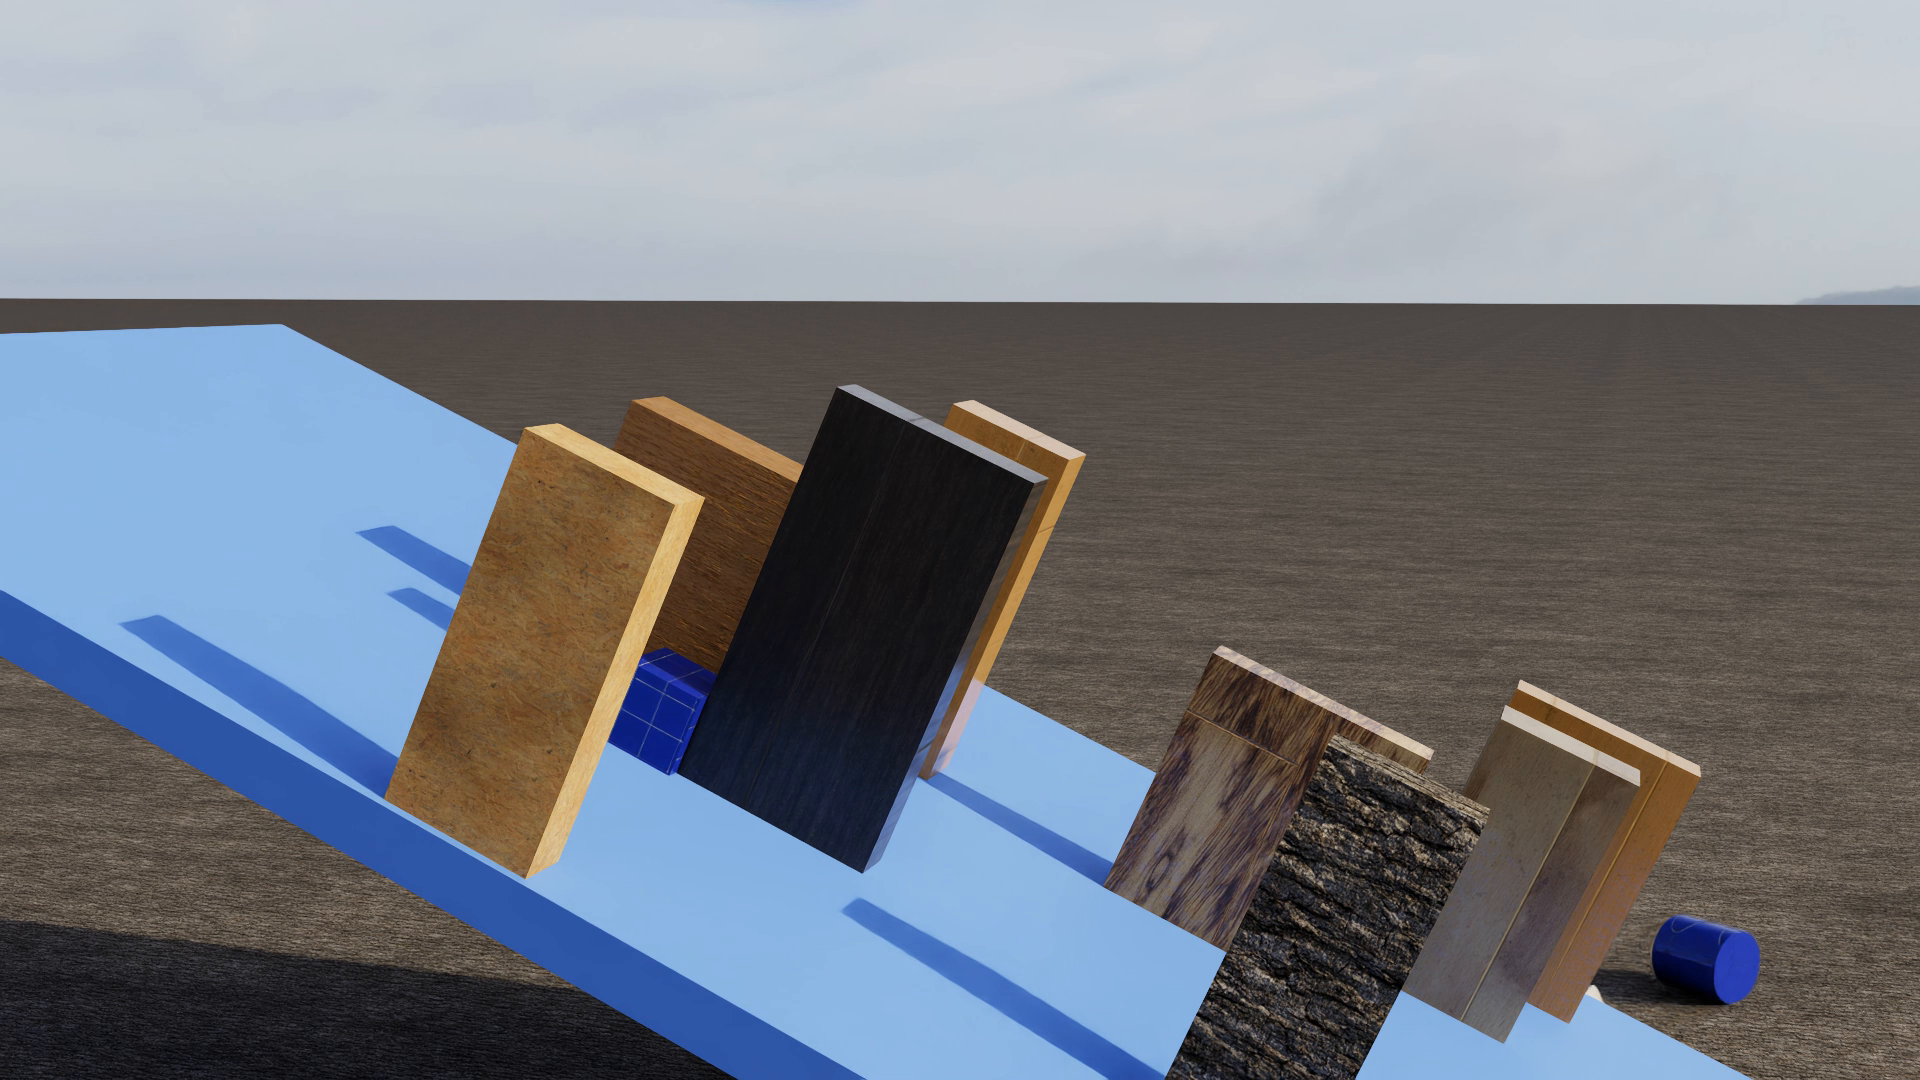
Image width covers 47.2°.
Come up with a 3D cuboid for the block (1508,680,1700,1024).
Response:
[{"bbox_3d":[1.217,0.647,4.581,0.397,0.588,0.107,26,13,13],"label":"block"}]

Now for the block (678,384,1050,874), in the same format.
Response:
[{"bbox_3d":[-0.174,0.153,3.791,0.378,0.749,0.095,26,13,13],"label":"block"}]

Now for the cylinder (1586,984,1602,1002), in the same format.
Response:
[{"bbox_3d":[1.434,1.141,5.238,0.158,0.158,0.158,0,7,-3],"label":"cylinder"}]

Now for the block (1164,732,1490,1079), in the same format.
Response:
[{"bbox_3d":[0.545,0.639,3.347,0.253,0.641,0.094,26,13,13],"label":"block"}]

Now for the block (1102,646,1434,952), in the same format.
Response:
[{"bbox_3d":[0.576,0.526,4.137,0.438,0.508,0.088,26,13,13],"label":"block"}]

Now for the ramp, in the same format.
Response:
[{"bbox_3d":[-0.280,0.484,4.179,4.000,0.100,2.000,26,13,13],"label":"ramp"}]

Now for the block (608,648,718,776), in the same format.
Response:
[{"bbox_3d":[-0.522,0.304,3.919,0.152,0.152,0.152,27,14,14],"label":"block"}]

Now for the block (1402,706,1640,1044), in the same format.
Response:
[{"bbox_3d":[1.070,0.655,4.320,0.283,0.579,0.142,26,13,13],"label":"block"}]

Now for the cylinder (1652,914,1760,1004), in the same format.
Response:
[{"bbox_3d":[1.917,1.077,5.656,0.187,0.187,0.187,-5,8,-35],"label":"cylinder"}]

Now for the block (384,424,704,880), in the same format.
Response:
[{"bbox_3d":[-0.621,0.165,3.268,0.258,0.619,0.105,26,13,13],"label":"block"}]

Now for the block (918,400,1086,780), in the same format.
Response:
[{"bbox_3d":[-0.020,0.099,4.366,0.254,0.705,0.136,26,13,13],"label":"block"}]

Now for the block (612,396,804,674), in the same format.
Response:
[{"bbox_3d":[-0.524,0.042,4.157,0.372,0.510,0.142,26,13,13],"label":"block"}]
